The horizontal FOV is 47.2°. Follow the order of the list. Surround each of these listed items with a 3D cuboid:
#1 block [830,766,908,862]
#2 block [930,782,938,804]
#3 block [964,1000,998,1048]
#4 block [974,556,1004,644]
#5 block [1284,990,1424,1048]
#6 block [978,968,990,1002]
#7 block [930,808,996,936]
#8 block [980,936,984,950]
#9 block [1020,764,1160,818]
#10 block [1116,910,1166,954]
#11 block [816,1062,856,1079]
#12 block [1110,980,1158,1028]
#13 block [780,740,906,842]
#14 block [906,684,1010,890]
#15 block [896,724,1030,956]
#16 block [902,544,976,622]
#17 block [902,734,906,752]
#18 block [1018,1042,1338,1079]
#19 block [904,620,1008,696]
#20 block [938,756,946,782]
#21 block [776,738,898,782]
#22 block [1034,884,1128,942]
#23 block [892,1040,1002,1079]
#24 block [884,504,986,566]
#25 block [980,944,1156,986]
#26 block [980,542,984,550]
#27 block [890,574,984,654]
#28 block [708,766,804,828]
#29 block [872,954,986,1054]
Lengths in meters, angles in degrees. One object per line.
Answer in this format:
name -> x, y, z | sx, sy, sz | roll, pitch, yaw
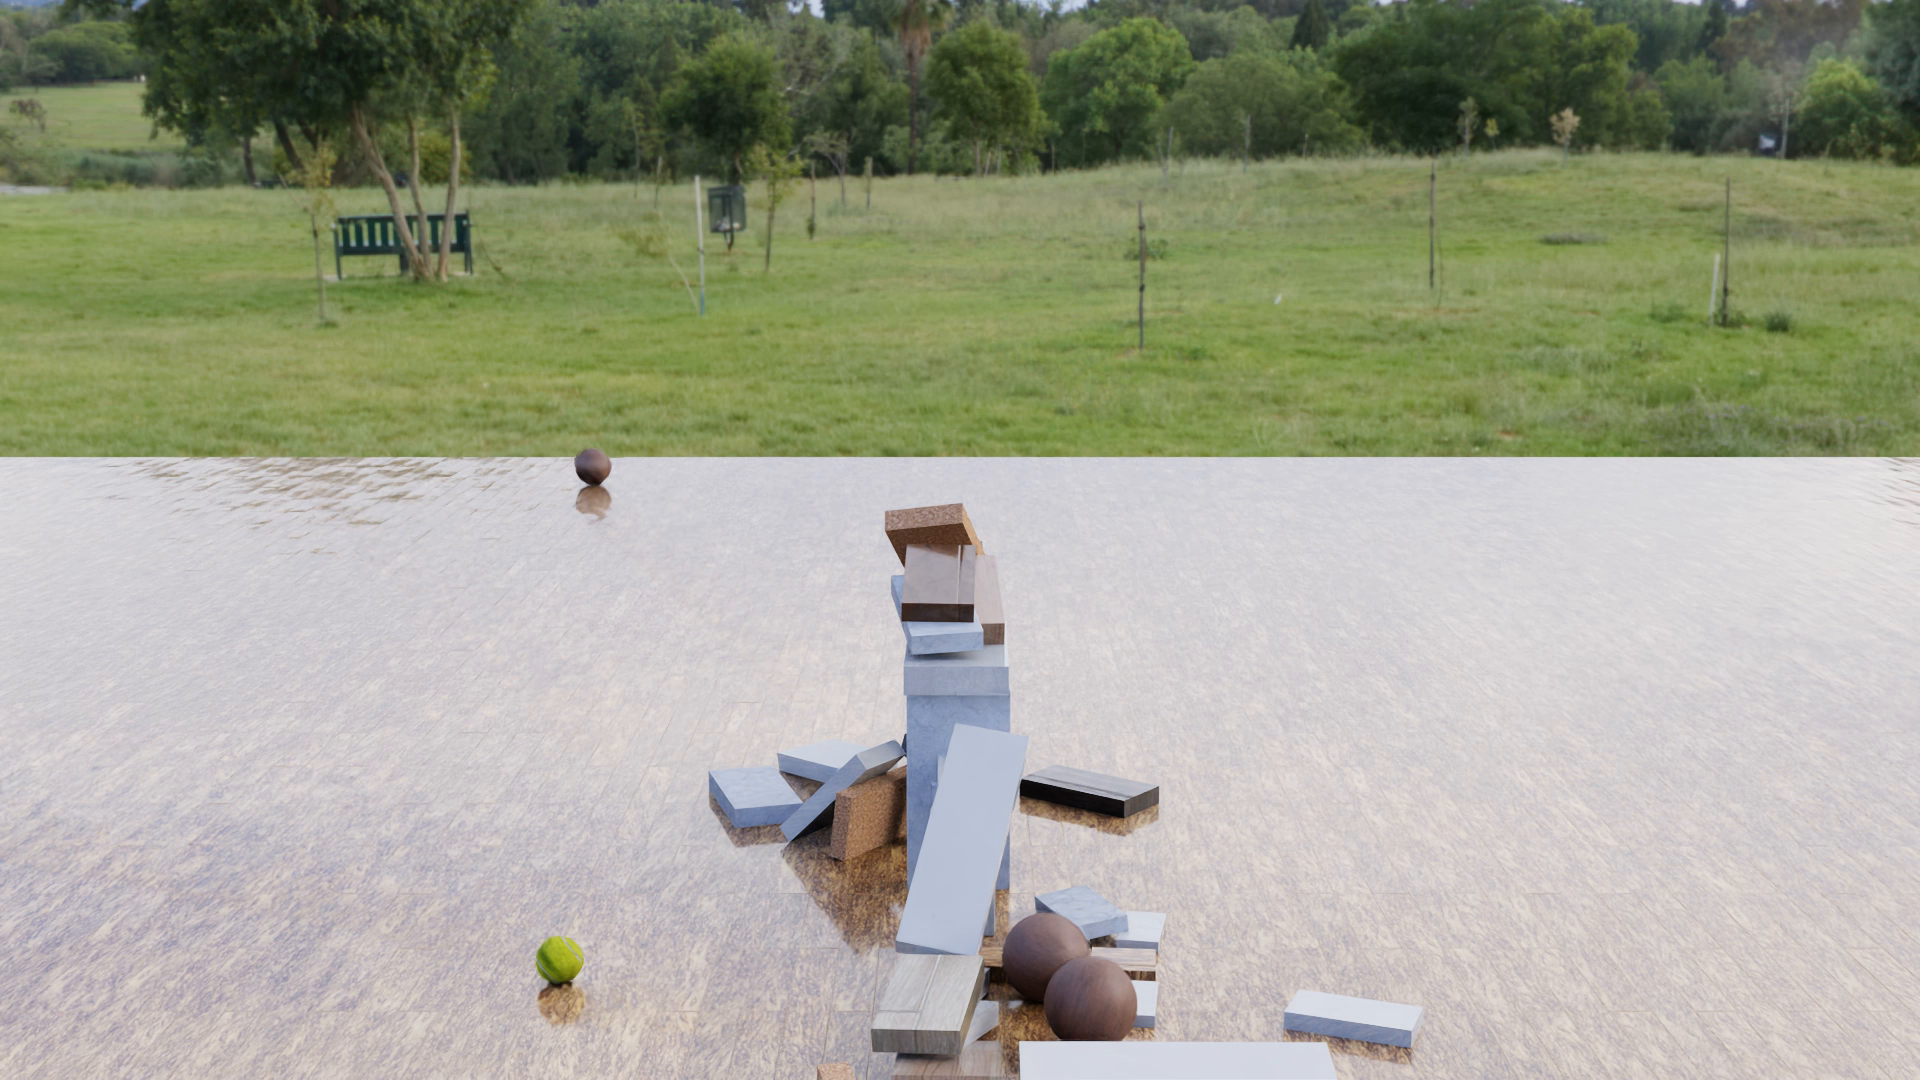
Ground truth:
block -> -0.141, 0.481, 3.919 | 0.034, 0.119, 0.238 | 17, 18, 31
block -> 0.004, 0.498, 3.604 | 0.102, 0.203, 0.029 | -1, 9, -3
block -> -0.029, 0.664, 3.023 | 0.116, 0.033, 0.231 | 1, -3, 14
block -> -0.001, 0.103, 3.857 | 0.141, 0.040, 0.282 | 0, 24, -2
block -> 0.559, 0.679, 3.122 | 0.180, 0.025, 0.090 | 4, 11, 22
block -> -0.026, 0.638, 3.149 | 0.116, 0.033, 0.231 | 1, -5, 7
block -> 0.005, 0.522, 3.473 | 0.102, 0.203, 0.029 | 1, 9, 3
block -> 0.004, 0.572, 3.412 | 0.065, 0.130, 0.018 | 0, 11, 0
block -> 0.245, 0.477, 4.185 | 0.239, 0.034, 0.120 | 8, 13, 37
block -> 0.287, 0.618, 3.469 | 0.065, 0.018, 0.130 | 2, 11, 11
block -> -0.124, 0.727, 2.556 | 0.039, 0.136, 0.272 | -2, 11, -13
block -> 0.253, 0.671, 3.184 | 0.065, 0.018, 0.130 | 1, 11, 7
block -> -0.210, 0.447, 3.924 | 0.238, 0.034, 0.119 | -45, -17, 32
block -> -0.003, 0.413, 3.681 | 0.172, 0.344, 0.049 | 0, 10, 0
block -> 0.007, 0.461, 3.369 | 0.120, 0.034, 0.401 | 10, 51, 8
block -> -0.035, 0.072, 3.751 | 0.120, 0.034, 0.240 | 1, 24, 1
block -> -0.014, 0.428, 4.062 | 0.119, 0.034, 0.238 | 4, -28, 22
block -> 0.280, 0.712, 2.825 | 0.405, 0.051, 0.180 | 0, 16, 0
block -> -0.005, 0.199, 3.758 | 0.172, 0.049, 0.344 | 0, 10, 0
block -> 0.015, 0.390, 3.549 | 0.102, 0.029, 0.203 | 0, 11, 0
block -> -0.242, 0.434, 4.300 | 0.127, 0.036, 0.255 | -12, 8, -31
block -> 0.193, 0.596, 3.514 | 0.090, 0.025, 0.180 | -10, 10, -17
block -> -0.014, 0.689, 2.847 | 0.136, 0.039, 0.272 | 0, -4, 1
block -> -0.036, 0.022, 4.012 | 0.141, 0.040, 0.282 | -6, -28, 10
block -> 0.162, 0.642, 3.319 | 0.264, 0.025, 0.090 | 1, 11, 5
block -> -0.014, 0.059, 4.273 | 0.120, 0.034, 0.239 | 0, -20, 2
block -> -0.041, 0.121, 3.723 | 0.120, 0.034, 0.240 | -3, 24, -9
block -> -0.387, 0.482, 4.149 | 0.127, 0.036, 0.255 | -3, 11, -17
block -> -0.040, 0.617, 2.935 | 0.116, 0.033, 0.231 | -1, 13, 9
